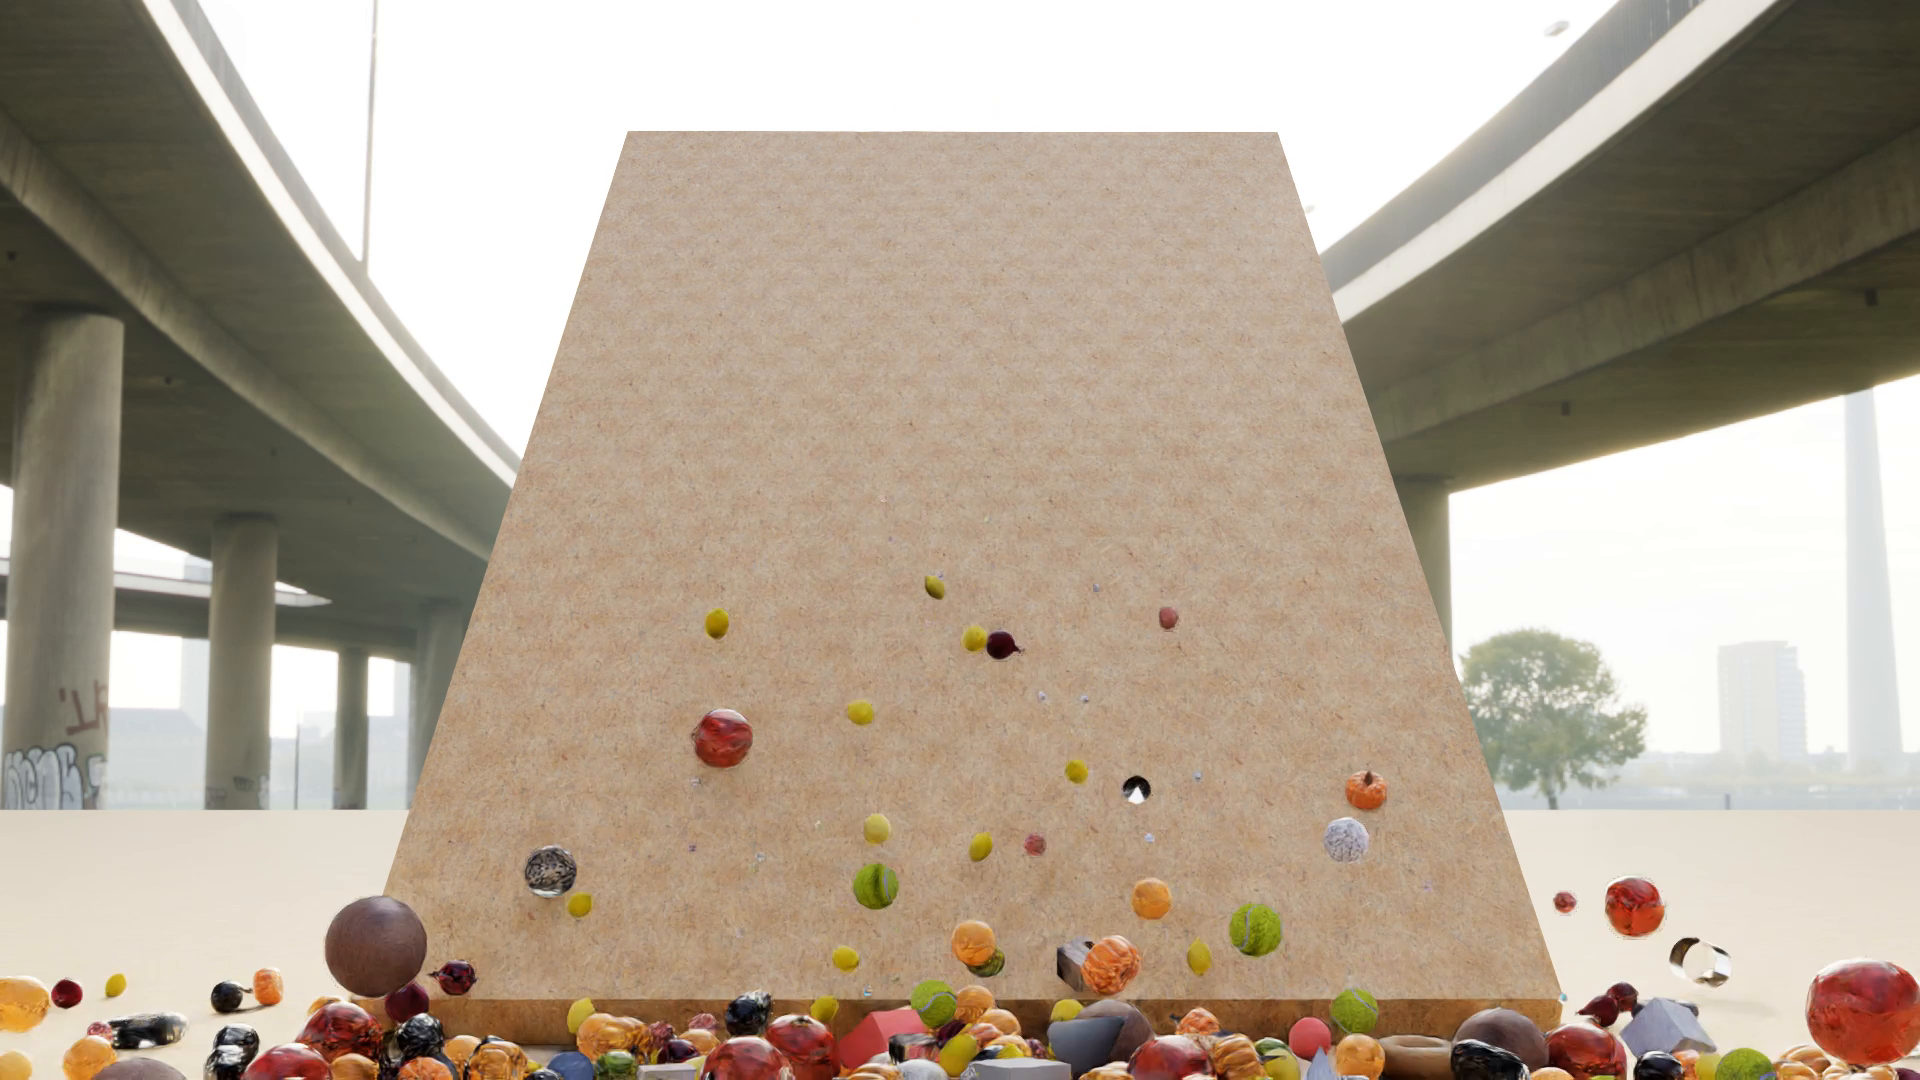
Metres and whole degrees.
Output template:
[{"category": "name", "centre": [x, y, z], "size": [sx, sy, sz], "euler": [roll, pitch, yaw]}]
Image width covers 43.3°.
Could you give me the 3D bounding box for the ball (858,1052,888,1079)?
[{"category": "ball", "centre": [-0.093, 0.707, 3.153], "size": [0.078, 0.078, 0.078], "euler": [0, -6, 0]}]

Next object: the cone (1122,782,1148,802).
[{"category": "cone", "centre": [0.329, 0.458, 4.472], "size": [0.050, 0.050, 0.050], "euler": [-2, 20, 21]}]

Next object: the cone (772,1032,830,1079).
[{"category": "cone", "centre": [-0.210, 0.758, 3.440], "size": [0.088, 0.088, 0.088], "euler": [-2, -33, 20]}]

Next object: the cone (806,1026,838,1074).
[{"category": "cone", "centre": [-0.236, 0.776, 3.587], "size": [0.078, 0.078, 0.078], "euler": [-28, 9, -31]}]

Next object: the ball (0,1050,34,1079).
[{"category": "ball", "centre": [-1.346, 0.752, 3.442], "size": [0.051, 0.051, 0.051], "euler": [0, -6, 0]}]

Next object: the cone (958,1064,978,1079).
[{"category": "cone", "centre": [0.005, 0.646, 2.788], "size": [0.096, 0.096, 0.096], "euler": [11, 6, -1]}]

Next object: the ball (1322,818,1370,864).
[{"category": "ball", "centre": [0.529, 0.412, 3.315], "size": [0.063, 0.063, 0.063], "euler": [0, -6, 0]}]

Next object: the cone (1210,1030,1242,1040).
[{"category": "cone", "centre": [0.357, 0.755, 3.423], "size": [0.092, 0.092, 0.092], "euler": [4, -34, -35]}]

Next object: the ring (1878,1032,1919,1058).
[{"category": "ring", "centre": [1.501, 0.803, 3.850], "size": [0.080, 0.027, 0.080], "euler": [13, -3, 1]}]

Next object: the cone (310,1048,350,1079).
[{"category": "cone", "centre": [-0.907, 0.770, 3.514], "size": [0.052, 0.052, 0.052], "euler": [-6, -29, 45]}]

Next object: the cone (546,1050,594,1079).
[{"category": "cone", "centre": [-0.540, 0.754, 3.364], "size": [0.067, 0.067, 0.067], "euler": [0, -33, -3]}]

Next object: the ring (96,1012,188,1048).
[{"category": "ring", "centre": [-1.360, 0.816, 4.024], "size": [0.147, 0.049, 0.147], "euler": [-4, -5, 0]}]

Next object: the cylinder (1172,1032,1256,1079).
[{"category": "cylinder", "centre": [0.335, 0.701, 3.195], "size": [0.089, 0.089, 0.089], "euler": [4, -4, 22]}]

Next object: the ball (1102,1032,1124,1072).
[{"category": "ball", "centre": [0.206, 0.757, 3.627], "size": [0.081, 0.081, 0.081], "euler": [0, -6, 0]}]

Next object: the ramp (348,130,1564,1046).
[{"category": "ramp", "centre": [-0.013, -0.208, 5.734], "size": [2.000, 0.100, 4.000], "euler": [0, 30, 0]}]

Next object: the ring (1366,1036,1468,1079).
[{"category": "ring", "centre": [0.674, 0.766, 3.570], "size": [0.146, 0.049, 0.146], "euler": [1, -1, 0]}]

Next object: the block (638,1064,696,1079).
[{"category": "block", "centre": [-0.374, 0.705, 3.080], "size": [0.066, 0.066, 0.066], "euler": [2, -6, -14]}]

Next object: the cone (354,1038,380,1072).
[{"category": "cone", "centre": [-0.880, 0.787, 3.637], "size": [0.053, 0.053, 0.053], "euler": [2, 20, -21]}]

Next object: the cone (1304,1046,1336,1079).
[{"category": "cone", "centre": [0.469, 0.701, 3.145], "size": [0.089, 0.089, 0.089], "euler": [0, -6, 0]}]

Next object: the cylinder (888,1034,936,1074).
[{"category": "cylinder", "centre": [-0.061, 0.654, 3.028], "size": [0.060, 0.060, 0.060], "euler": [2, 3, 0]}]

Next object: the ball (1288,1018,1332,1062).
[{"category": "ball", "centre": [0.548, 0.782, 3.787], "size": [0.067, 0.067, 0.067], "euler": [0, -6, 0]}]

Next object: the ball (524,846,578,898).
[{"category": "ball", "centre": [-0.710, 0.575, 4.197], "size": [0.090, 0.090, 0.090], "euler": [0, -6, 0]}]

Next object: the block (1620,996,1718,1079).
[{"category": "block", "centre": [0.959, 0.679, 3.276], "size": [0.075, 0.075, 0.075], "euler": [23, 24, -34]}]

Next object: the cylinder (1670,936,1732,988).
[{"category": "cylinder", "centre": [1.551, 0.885, 5.067], "size": [0.092, 0.092, 0.092], "euler": [23, -20, -40]}]

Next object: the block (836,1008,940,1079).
[{"category": "block", "centre": [-0.098, 0.705, 3.322], "size": [0.085, 0.085, 0.085], "euler": [7, -45, -46]}]

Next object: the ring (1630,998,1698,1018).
[{"category": "ring", "centre": [1.295, 0.867, 4.447], "size": [0.122, 0.041, 0.122], "euler": [-1, -5, 0]}]

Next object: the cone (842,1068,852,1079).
[{"category": "cone", "centre": [-0.147, 0.754, 3.470], "size": [0.053, 0.053, 0.053], "euler": [0, -6, 0]}]

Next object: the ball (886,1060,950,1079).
[{"category": "ball", "centre": [-0.051, 0.679, 2.951], "size": [0.090, 0.090, 0.090], "euler": [0, -6, 0]}]

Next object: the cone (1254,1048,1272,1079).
[{"category": "cone", "centre": [0.377, 0.741, 3.286], "size": [0.086, 0.086, 0.086], "euler": [-27, -6, -1]}]

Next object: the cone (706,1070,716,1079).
[{"category": "cone", "centre": [-0.286, 0.650, 2.752], "size": [0.096, 0.096, 0.096], "euler": [2, -2, 0]}]

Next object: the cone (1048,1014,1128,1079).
[{"category": "cone", "centre": [0.175, 0.614, 3.004], "size": [0.093, 0.093, 0.093], "euler": [-39, -22, 20]}]

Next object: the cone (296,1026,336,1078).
[{"category": "cone", "centre": [-0.951, 0.759, 3.599], "size": [0.071, 0.071, 0.071], "euler": [0, -6, 0]}]

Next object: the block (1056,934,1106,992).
[{"category": "block", "centre": [0.201, 0.703, 4.015], "size": [0.057, 0.057, 0.057], "euler": [-22, 37, -33]}]

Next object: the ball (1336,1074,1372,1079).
[{"category": "ball", "centre": [0.457, 0.664, 2.799], "size": [0.088, 0.088, 0.088], "euler": [0, -6, 0]}]

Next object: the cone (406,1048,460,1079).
[{"category": "cone", "centre": [-0.727, 0.736, 3.234], "size": [0.083, 0.083, 0.083], "euler": [-31, -19, 22]}]

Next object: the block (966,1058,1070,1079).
[{"category": "block", "centre": [0.070, 0.675, 2.911], "size": [0.090, 0.090, 0.090], "euler": [4, -8, -34]}]

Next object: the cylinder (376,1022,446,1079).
[{"category": "cylinder", "centre": [-0.807, 0.751, 3.556], "size": [0.077, 0.077, 0.077], "euler": [-1, -6, 10]}]
